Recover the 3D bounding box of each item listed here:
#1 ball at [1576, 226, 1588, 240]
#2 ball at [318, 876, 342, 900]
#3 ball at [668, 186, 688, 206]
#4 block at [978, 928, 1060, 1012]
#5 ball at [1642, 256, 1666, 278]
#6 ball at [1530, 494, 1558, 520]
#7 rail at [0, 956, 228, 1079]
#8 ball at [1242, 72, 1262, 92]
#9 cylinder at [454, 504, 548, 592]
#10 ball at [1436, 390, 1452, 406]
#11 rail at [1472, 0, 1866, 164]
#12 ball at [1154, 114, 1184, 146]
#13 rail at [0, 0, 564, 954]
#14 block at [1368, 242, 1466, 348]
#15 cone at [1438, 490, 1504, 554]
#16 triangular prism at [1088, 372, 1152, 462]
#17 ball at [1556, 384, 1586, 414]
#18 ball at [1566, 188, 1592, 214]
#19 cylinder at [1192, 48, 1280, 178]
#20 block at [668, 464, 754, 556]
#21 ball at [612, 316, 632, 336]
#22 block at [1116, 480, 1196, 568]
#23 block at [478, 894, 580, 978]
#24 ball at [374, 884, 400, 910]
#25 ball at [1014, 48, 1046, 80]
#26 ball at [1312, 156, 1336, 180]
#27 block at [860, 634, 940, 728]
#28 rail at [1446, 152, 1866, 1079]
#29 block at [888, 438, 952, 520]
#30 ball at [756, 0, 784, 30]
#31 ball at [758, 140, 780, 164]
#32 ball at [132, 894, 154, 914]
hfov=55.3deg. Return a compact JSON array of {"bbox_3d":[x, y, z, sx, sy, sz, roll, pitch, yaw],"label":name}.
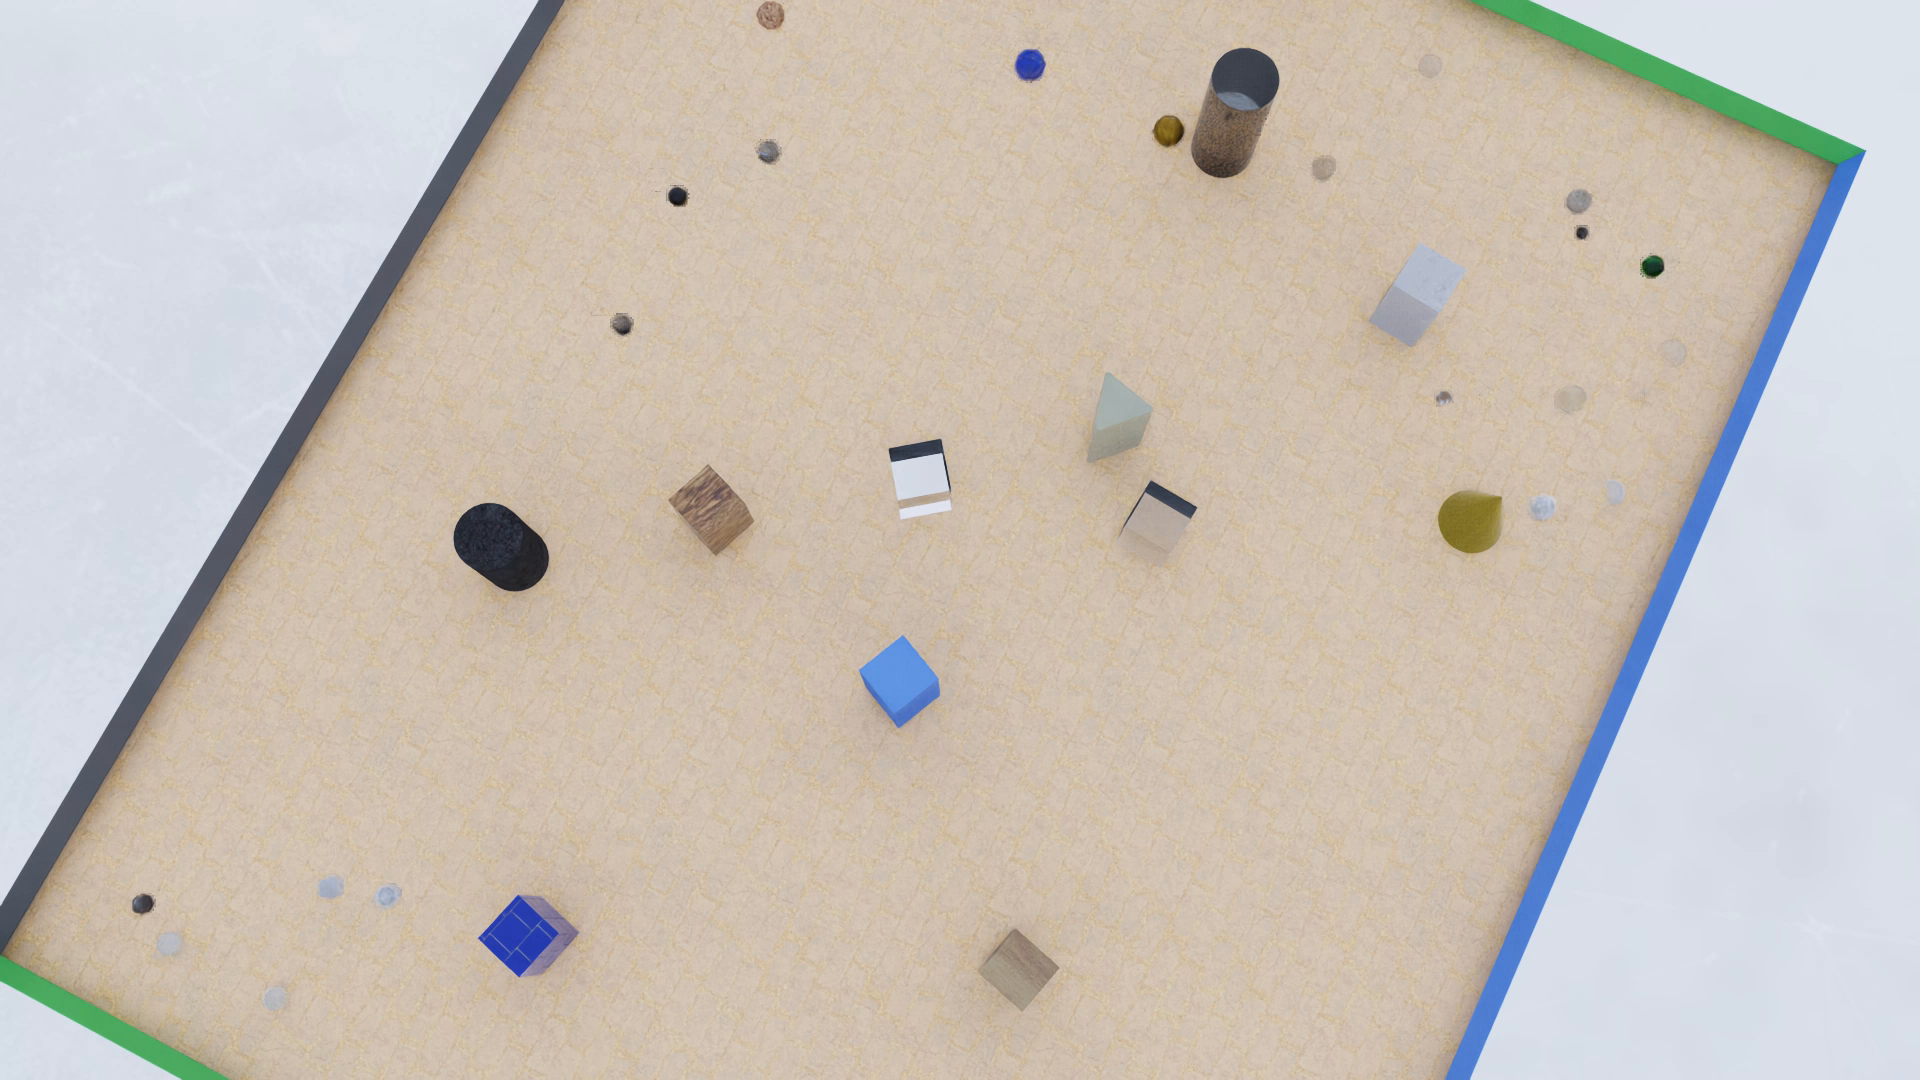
[{"bbox_3d":[1.968,-0.971,5.797,0.040,0.040,0.040,0,78,0],"label":"ball"},{"bbox_3d":[-1.845,1.020,5.369,0.071,0.071,0.071,0,78,0],"label":"ball"},{"bbox_3d":[-0.895,-1.090,5.811,0.061,0.061,0.061,0,78,0],"label":"ball"},{"bbox_3d":[0.165,1.222,5.218,0.159,0.286,0.159,41,81,8],"label":"block"},{"bbox_3d":[2.179,-0.860,5.759,0.069,0.069,0.069,0,78,0],"label":"ball"},{"bbox_3d":[1.781,-0.100,5.596,0.081,0.081,0.081,0,78,0],"label":"ball"},{"bbox_3d":[-1.053,2.069,5.121,3.970,0.129,0.045,26,80,5],"label":"rail"},{"bbox_3d":[0.939,-1.473,5.889,0.064,0.064,0.064,0,78,0],"label":"ball"},{"bbox_3d":[-1.357,0.025,5.436,0.199,0.344,0.199,0,78,0],"label":"cylinder"},{"bbox_3d":[1.502,-0.439,5.683,0.047,0.047,0.047,0,78,0],"label":"ball"},{"bbox_3d":[1.053,-2.056,5.975,3.970,0.129,0.045,26,80,5],"label":"rail"},{"bbox_3d":[0.664,-1.303,5.836,0.099,0.099,0.099,0,78,0],"label":"ball"},{"bbox_3d":[-1.754,-0.852,5.726,0.045,0.129,4.757,26,80,5],"label":"rail"},{"bbox_3d":[1.393,-0.745,5.598,0.159,0.338,0.159,33,80,6],"label":"block"},{"bbox_3d":[1.569,-0.091,5.464,0.199,0.336,0.199,0,78,0],"label":"cone"},{"bbox_3d":[0.452,-0.377,5.493,0.173,0.395,0.150,-19,79,-4],"label":"triangular prism"},{"bbox_3d":[1.887,-0.437,5.661,0.089,0.089,0.089,0,78,0],"label":"ball"},{"bbox_3d":[1.959,-1.072,5.799,0.078,0.078,0.078,0,78,0],"label":"ball"},{"bbox_3d":[0.840,-1.305,5.632,0.199,0.498,0.199,0,78,0],"label":"cylinder"},{"bbox_3d":[-0.744,-0.086,5.499,0.159,0.264,0.159,-43,81,-8],"label":"block"},{"bbox_3d":[-1.054,-0.670,5.724,0.061,0.061,0.061,0,78,0],"label":"ball"},{"bbox_3d":[0.589,-0.044,5.498,0.159,0.249,0.159,31,80,6],"label":"block"},{"bbox_3d":[-1.228,1.130,5.237,0.159,0.286,0.159,41,81,8],"label":"block"},{"bbox_3d":[-1.676,1.044,5.364,0.071,0.071,0.071,0,78,0],"label":"ball"},{"bbox_3d":[0.226,-1.526,5.882,0.100,0.100,0.100,0,78,0],"label":"ball"},{"bbox_3d":[1.154,-1.180,5.823,0.075,0.075,0.075,0,78,0],"label":"ball"},{"bbox_3d":[-0.172,0.416,5.329,0.159,0.394,0.159,-38,81,-7],"label":"block"},{"bbox_3d":[1.754,0.866,5.370,0.045,0.129,4.757,26,80,5],"label":"rail"},{"bbox_3d":[-0.118,-0.182,5.520,0.159,0.263,0.159,-11,79,-2],"label":"block"},{"bbox_3d":[-0.612,-1.696,5.922,0.089,0.089,0.089,0,78,0],"label":"ball"},{"bbox_3d":[-0.610,-1.235,5.836,0.071,0.071,0.071,0,78,0],"label":"ball"},{"bbox_3d":[-2.393,1.067,5.366,0.059,0.059,0.059,0,78,0],"label":"ball"}]
